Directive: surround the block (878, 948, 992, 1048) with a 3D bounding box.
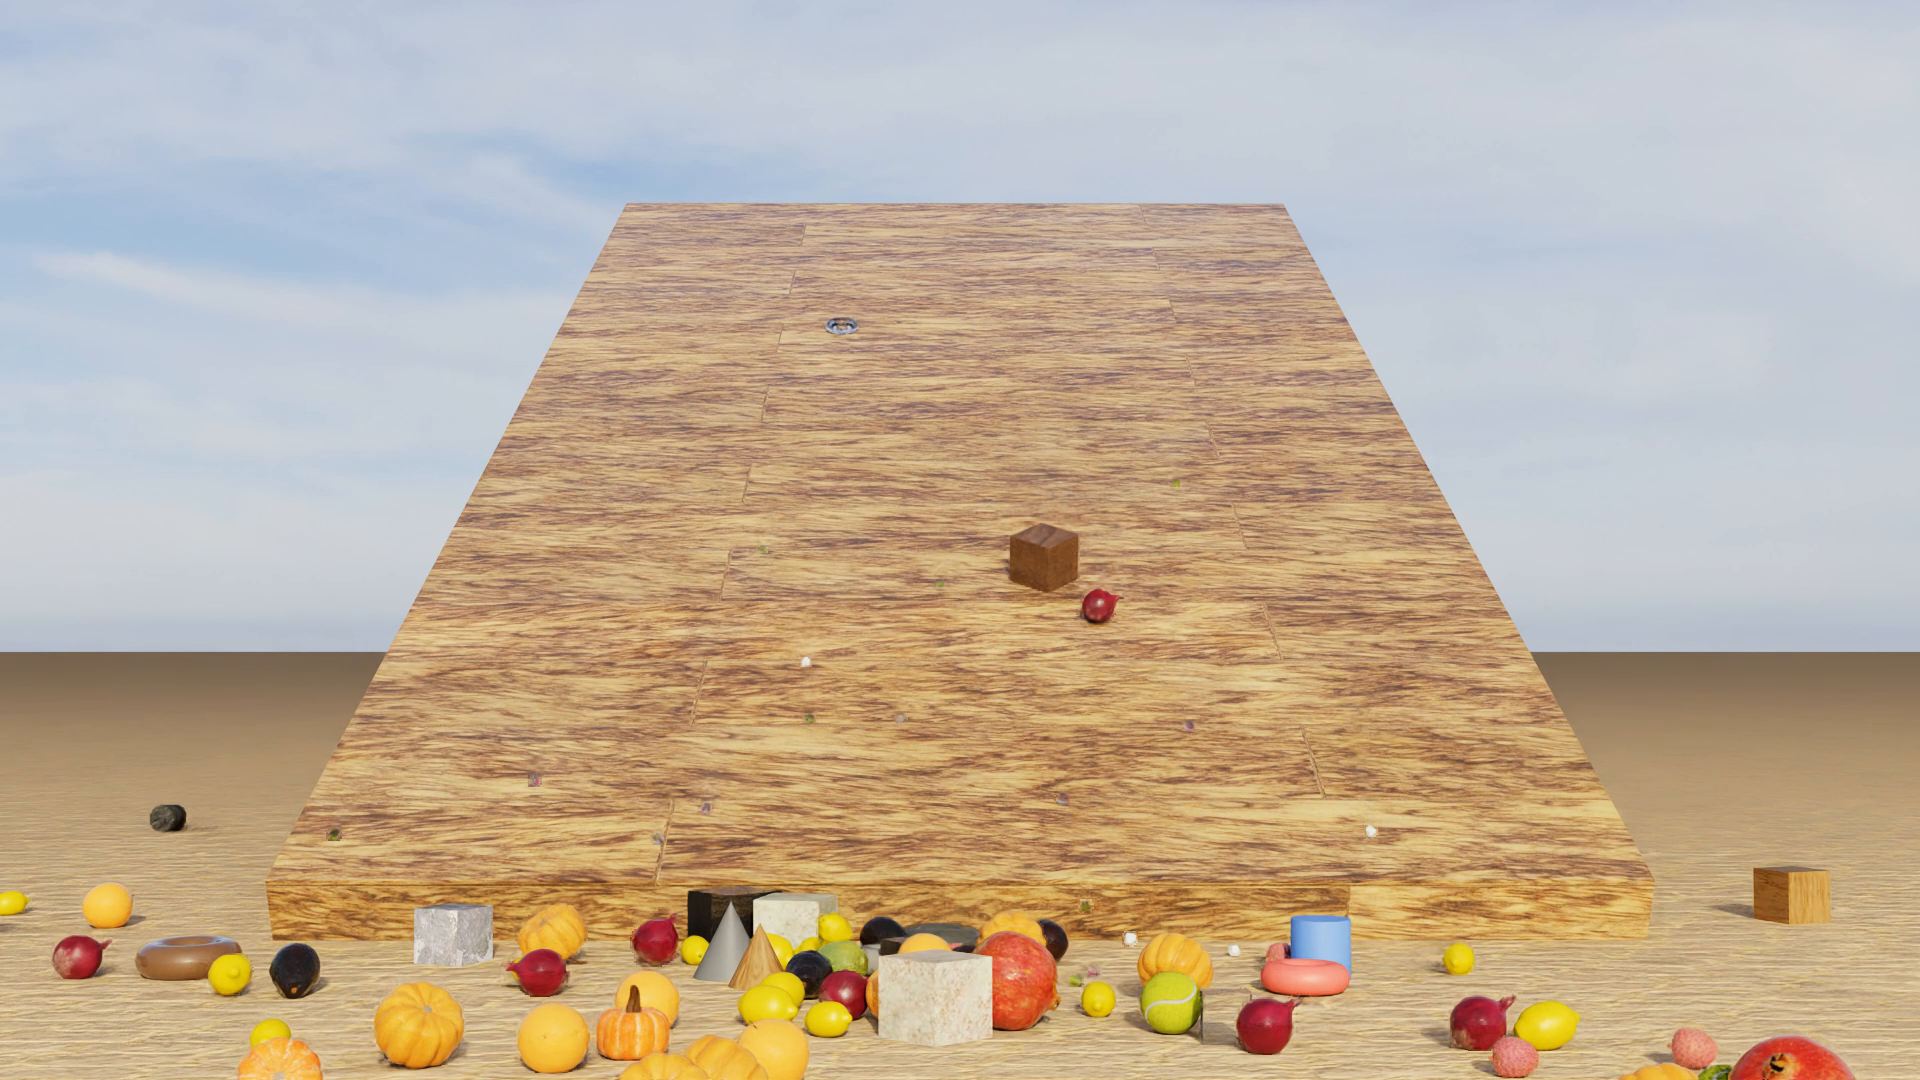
[{"bbox_3d":[-0.027,0.501,2.521,0.088,0.088,0.088,-3,-4,45],"label":"block"}]

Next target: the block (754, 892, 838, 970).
[{"bbox_3d":[-0.221,0.525,3.092,0.091,0.091,0.091,-1,-3,12],"label":"block"}]

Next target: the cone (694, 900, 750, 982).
[{"bbox_3d":[-0.297,0.517,2.983,0.097,0.097,0.097,0,-3,0],"label":"cone"}]

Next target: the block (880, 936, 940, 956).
[{"bbox_3d":[-0.064,0.537,2.935,0.054,0.054,0.054,2,-3,-35],"label":"block"}]

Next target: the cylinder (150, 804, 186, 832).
[{"bbox_3d":[-1.830,0.642,5.316,0.060,0.060,0.060,0,-3,10],"label":"cylinder"}]

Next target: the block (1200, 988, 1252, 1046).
[{"bbox_3d":[0.289,0.517,2.497,0.053,0.053,0.053,0,-3,3],"label":"block"}]

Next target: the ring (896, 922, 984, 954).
[{"bbox_3d":[-0.029,0.554,3.177,0.125,0.042,0.125,0,-4,0],"label":"ring"}]

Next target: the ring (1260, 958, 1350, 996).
[{"bbox_3d":[0.428,0.542,2.852,0.110,0.037,0.110,1,-4,0],"label":"ring"}]

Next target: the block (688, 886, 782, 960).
[{"bbox_3d":[-0.309,0.528,3.158,0.092,0.092,0.092,2,-4,-43],"label":"block"}]

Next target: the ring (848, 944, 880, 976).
[{"bbox_3d":[-0.093,0.549,3.010,0.106,0.035,0.106,0,-5,0],"label":"ring"}]

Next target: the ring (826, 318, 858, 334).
[{"bbox_3d":[-0.296,-0.539,5.784,0.083,0.028,0.083,1,21,0],"label":"ring"}]

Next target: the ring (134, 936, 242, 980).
[{"bbox_3d":[-1.004,0.544,2.996,0.134,0.045,0.134,-1,-1,0],"label":"ring"}]

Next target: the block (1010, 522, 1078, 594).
[{"bbox_3d":[0.158,0.033,4.305,0.091,0.091,0.091,18,28,37],"label":"block"}]

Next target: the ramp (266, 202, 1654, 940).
[{"bbox_3d":[-0.007,-0.222,5.180,2.000,0.100,4.000,0,22,0],"label":"ramp"}]

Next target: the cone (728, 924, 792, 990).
[{"bbox_3d":[-0.252,0.522,2.903,0.080,0.080,0.080,0,-3,0],"label":"cone"}]

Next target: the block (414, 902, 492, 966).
[{"bbox_3d":[-0.687,0.535,3.122,0.074,0.074,0.074,-1,-3,28],"label":"block"}]

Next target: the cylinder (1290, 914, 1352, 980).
[{"bbox_3d":[0.465,0.526,2.963,0.077,0.077,0.077,0,-3,0],"label":"cylinder"}]

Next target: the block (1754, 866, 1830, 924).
[{"bbox_3d":[1.297,0.554,3.588,0.080,0.080,0.080,1,-3,-21],"label":"block"}]
